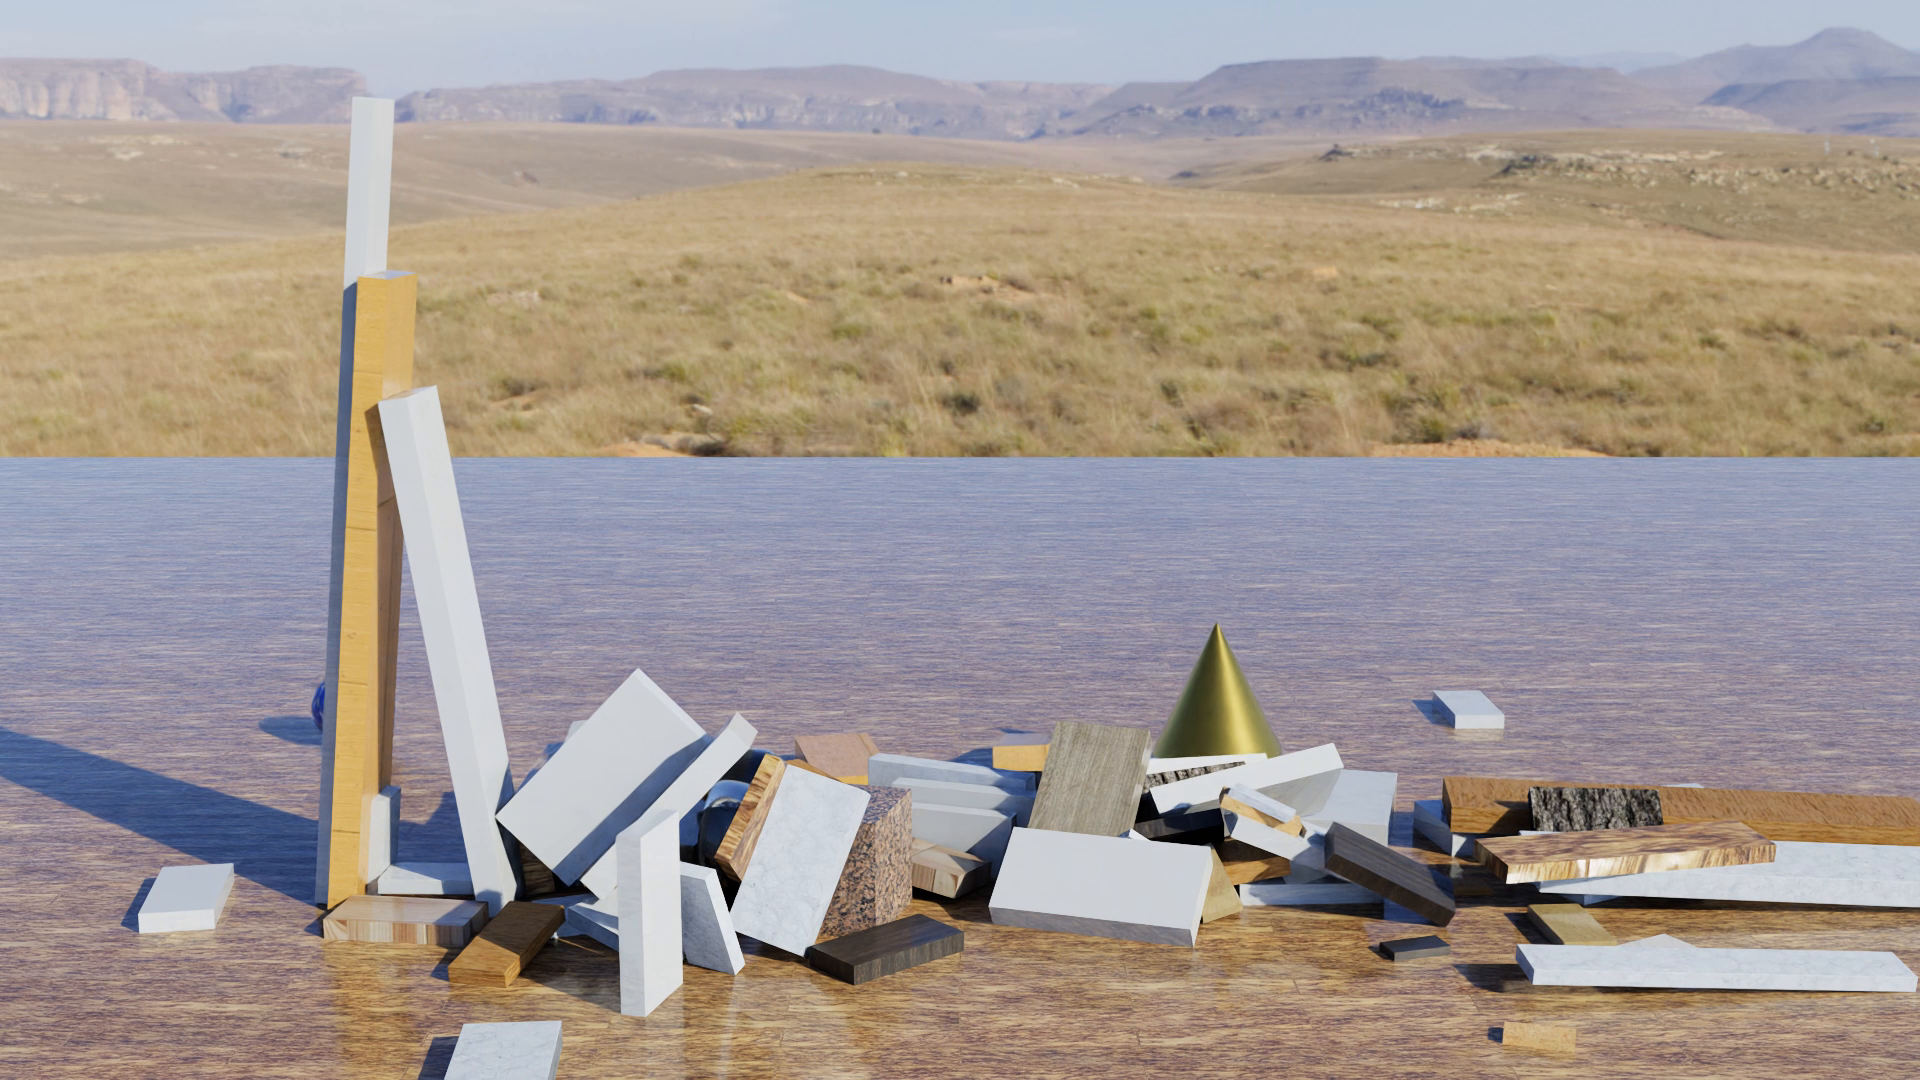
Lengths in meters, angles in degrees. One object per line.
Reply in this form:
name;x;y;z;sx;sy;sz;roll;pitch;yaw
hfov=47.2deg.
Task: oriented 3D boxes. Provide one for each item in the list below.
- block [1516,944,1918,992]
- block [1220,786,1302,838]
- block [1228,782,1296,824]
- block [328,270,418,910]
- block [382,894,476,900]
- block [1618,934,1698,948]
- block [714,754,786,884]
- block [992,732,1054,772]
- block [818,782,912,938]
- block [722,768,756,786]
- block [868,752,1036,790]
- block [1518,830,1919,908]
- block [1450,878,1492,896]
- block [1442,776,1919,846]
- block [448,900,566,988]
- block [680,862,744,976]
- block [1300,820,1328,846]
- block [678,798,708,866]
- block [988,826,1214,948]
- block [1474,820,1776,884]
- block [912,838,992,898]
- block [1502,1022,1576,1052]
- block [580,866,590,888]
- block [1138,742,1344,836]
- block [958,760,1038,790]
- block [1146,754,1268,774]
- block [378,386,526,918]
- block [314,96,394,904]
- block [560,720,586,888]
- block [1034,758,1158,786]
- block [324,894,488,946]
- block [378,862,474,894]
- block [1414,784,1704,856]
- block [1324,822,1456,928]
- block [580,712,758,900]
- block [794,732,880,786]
block;1.122;0.636;3.266;0.578;0.024;0.084;2;16;-4
block;0.495;0.448;3.629;0.136;0.019;0.068;22;10;2
block;0.497;0.432;3.615;0.106;0.015;0.053;25;10;18
block;-0.953;0.085;3.565;0.047;1.031;0.165;6;11;1
block;-0.864;0.578;3.665;0.171;0.024;0.086;1;11;8
block;1.043;0.638;3.345;0.167;0.024;0.084;-6;12;-29
block;-0.319;0.433;3.414;0.026;0.183;0.091;17;-25;19
block;0.160;0.404;4.218;0.164;0.046;0.499;-2;-3;4
block;-0.198;0.514;3.552;0.192;0.192;0.192;3;11;16
block;-0.306;0.419;3.800;0.185;0.026;0.092;13;-8;-32
block;-0.016;0.473;3.883;0.305;0.153;0.043;5;12;24
block;1.425;0.548;3.625;0.978;0.043;0.153;2;15;-1
block;0.839;0.580;3.685;0.097;0.014;0.049;0;11;2
block;1.271;0.482;3.866;0.816;0.047;0.164;2;13;7
block;-0.692;0.617;3.367;0.092;0.026;0.212;3;19;14
block;-0.388;0.566;3.304;0.091;0.183;0.026;7;34;32
block;0.612;0.494;3.637;0.106;0.015;0.053;20;10;-10
block;-0.472;0.486;3.826;0.153;0.043;0.408;8;9;11
block;0.226;0.553;3.517;0.328;0.046;0.164;3;44;18
block;1.084;0.506;3.581;0.491;0.031;0.108;-2;16;-16
block;-0.124;0.530;3.724;0.330;0.039;0.136;13;8;24
block;0.810;0.694;3.073;0.097;0.014;0.049;3;11;16
block;-0.615;0.456;3.802;0.042;0.147;0.363;-8;15;2
block;0.485;0.454;3.834;0.343;0.049;0.171;-12;-31;-14
block;0.062;0.482;4.132;0.153;0.043;0.307;-9;14;-41
block;0.384;0.447;3.974;0.329;0.047;0.164;1;-28;-31
block;-0.812;0.181;3.555;0.047;0.849;0.167;-8;10;4
block;-0.979;-0.051;3.551;0.032;1.306;0.114;6;11;1
block;-0.660;0.453;3.824;0.047;0.165;0.330;-8;18;2
block;0.370;0.444;4.199;0.474;0.030;0.104;-1;9;-23
block;-0.880;0.605;3.501;0.229;0.032;0.114;1;11;8
block;-0.865;0.559;3.635;0.171;0.024;0.086;0;11;1
block;1.123;0.506;3.991;0.565;0.049;0.171;-2;11;-11
block;0.694;0.539;3.554;0.217;0.031;0.108;26;22;-1
block;-0.462;0.422;3.511;0.047;0.334;0.167;44;2;-3
block;-0.227;0.437;4.269;0.147;0.042;0.293;-2;11;-12
